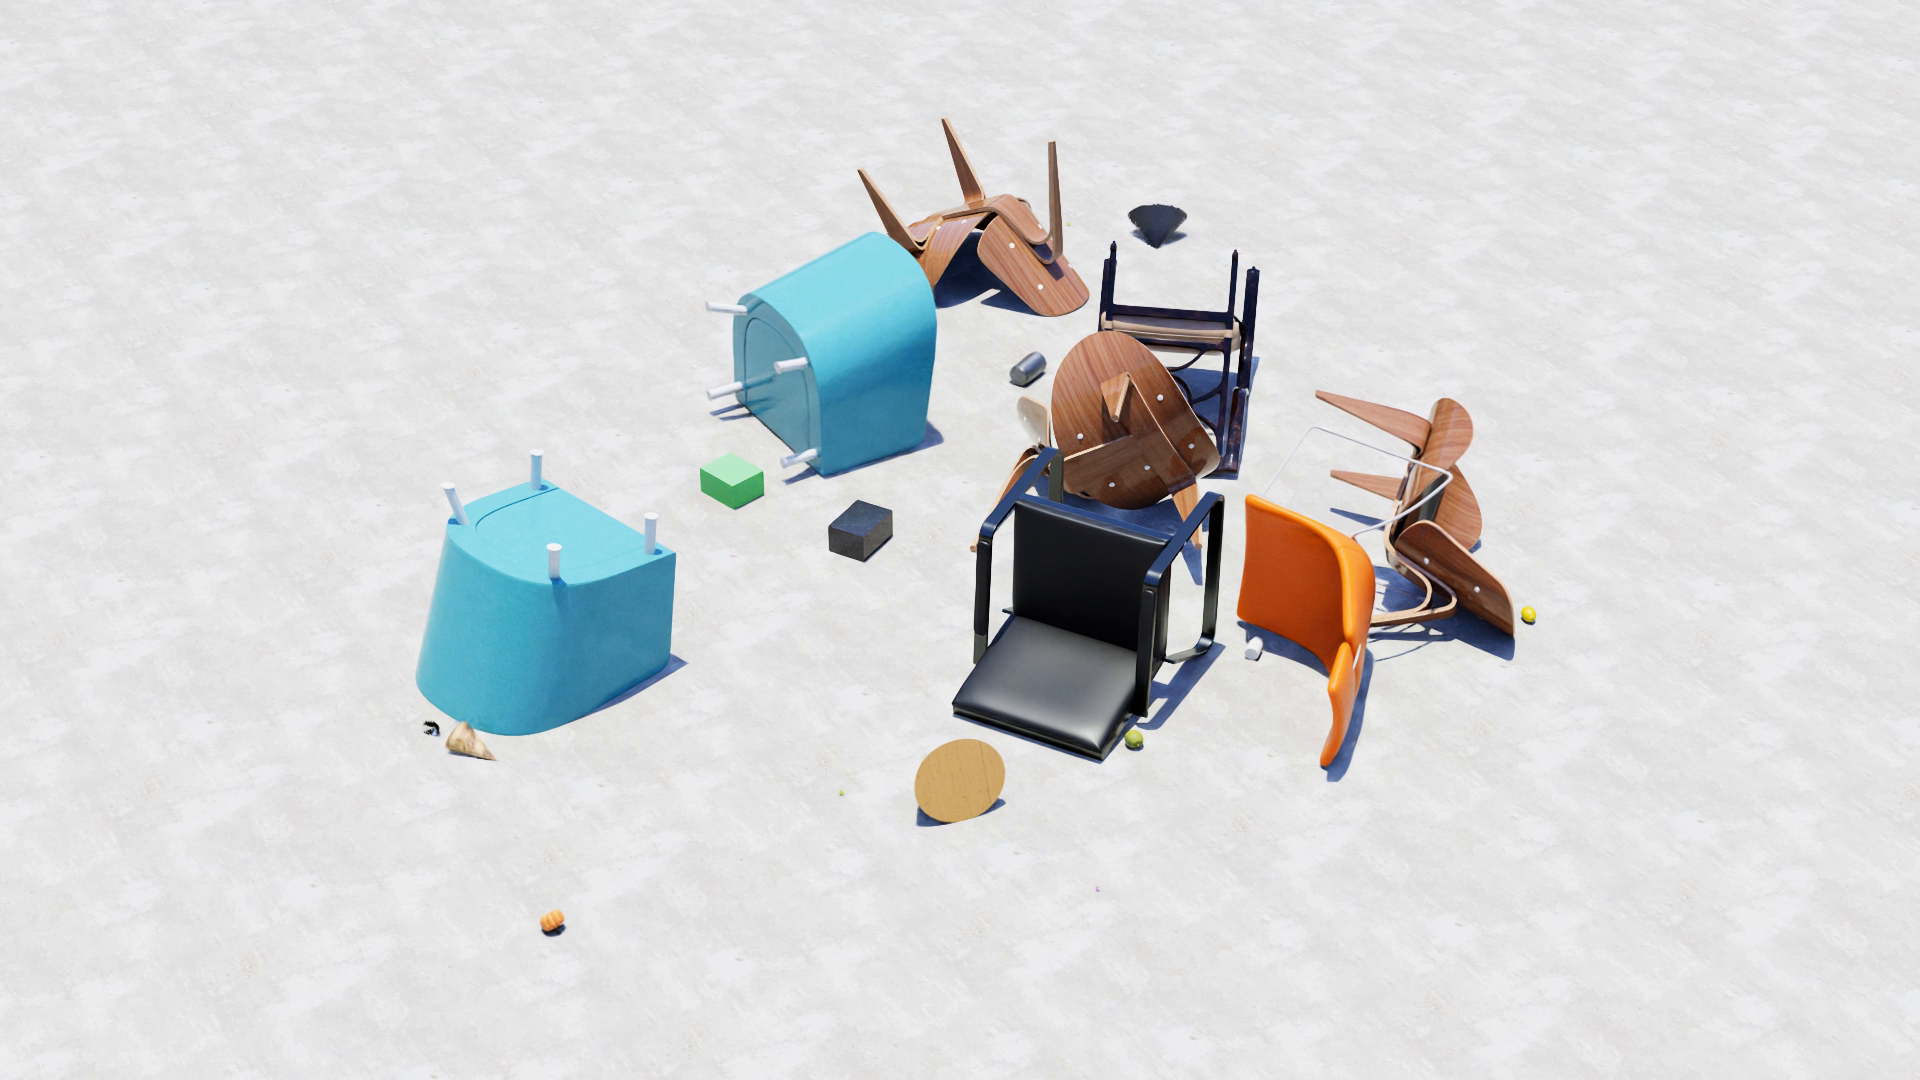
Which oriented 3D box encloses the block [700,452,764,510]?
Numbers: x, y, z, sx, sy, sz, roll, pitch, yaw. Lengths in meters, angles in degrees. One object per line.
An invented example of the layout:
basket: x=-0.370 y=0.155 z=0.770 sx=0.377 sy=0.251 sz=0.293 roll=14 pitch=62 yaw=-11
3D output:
block: x=-0.869 y=-0.225 z=11.190 sx=0.188 sy=0.106 sz=0.158 roll=28 pitch=43 yaw=36

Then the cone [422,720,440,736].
cone: x=-1.785 y=0.636 z=9.958 sx=0.068 sy=0.050 sz=0.047 roll=4 pitch=4 yaw=22

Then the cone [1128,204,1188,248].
cone: x=0.868 y=-1.353 z=12.920 sx=0.262 sy=0.197 sz=0.172 roll=1 pitch=63 yaw=5

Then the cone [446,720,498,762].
cone: x=-1.619 y=0.699 z=9.840 sx=0.181 sy=0.098 sz=0.112 roll=30 pitch=63 yaw=15

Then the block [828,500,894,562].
block: x=-0.369 y=-0.035 z=10.896 sx=0.153 sy=0.111 sz=0.209 roll=17 pitch=37 yaw=24

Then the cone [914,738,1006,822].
cone: x=-0.063 y=0.753 z=9.686 sx=0.320 sy=0.276 sz=0.348 roll=-15 pitch=14 yaw=-18
